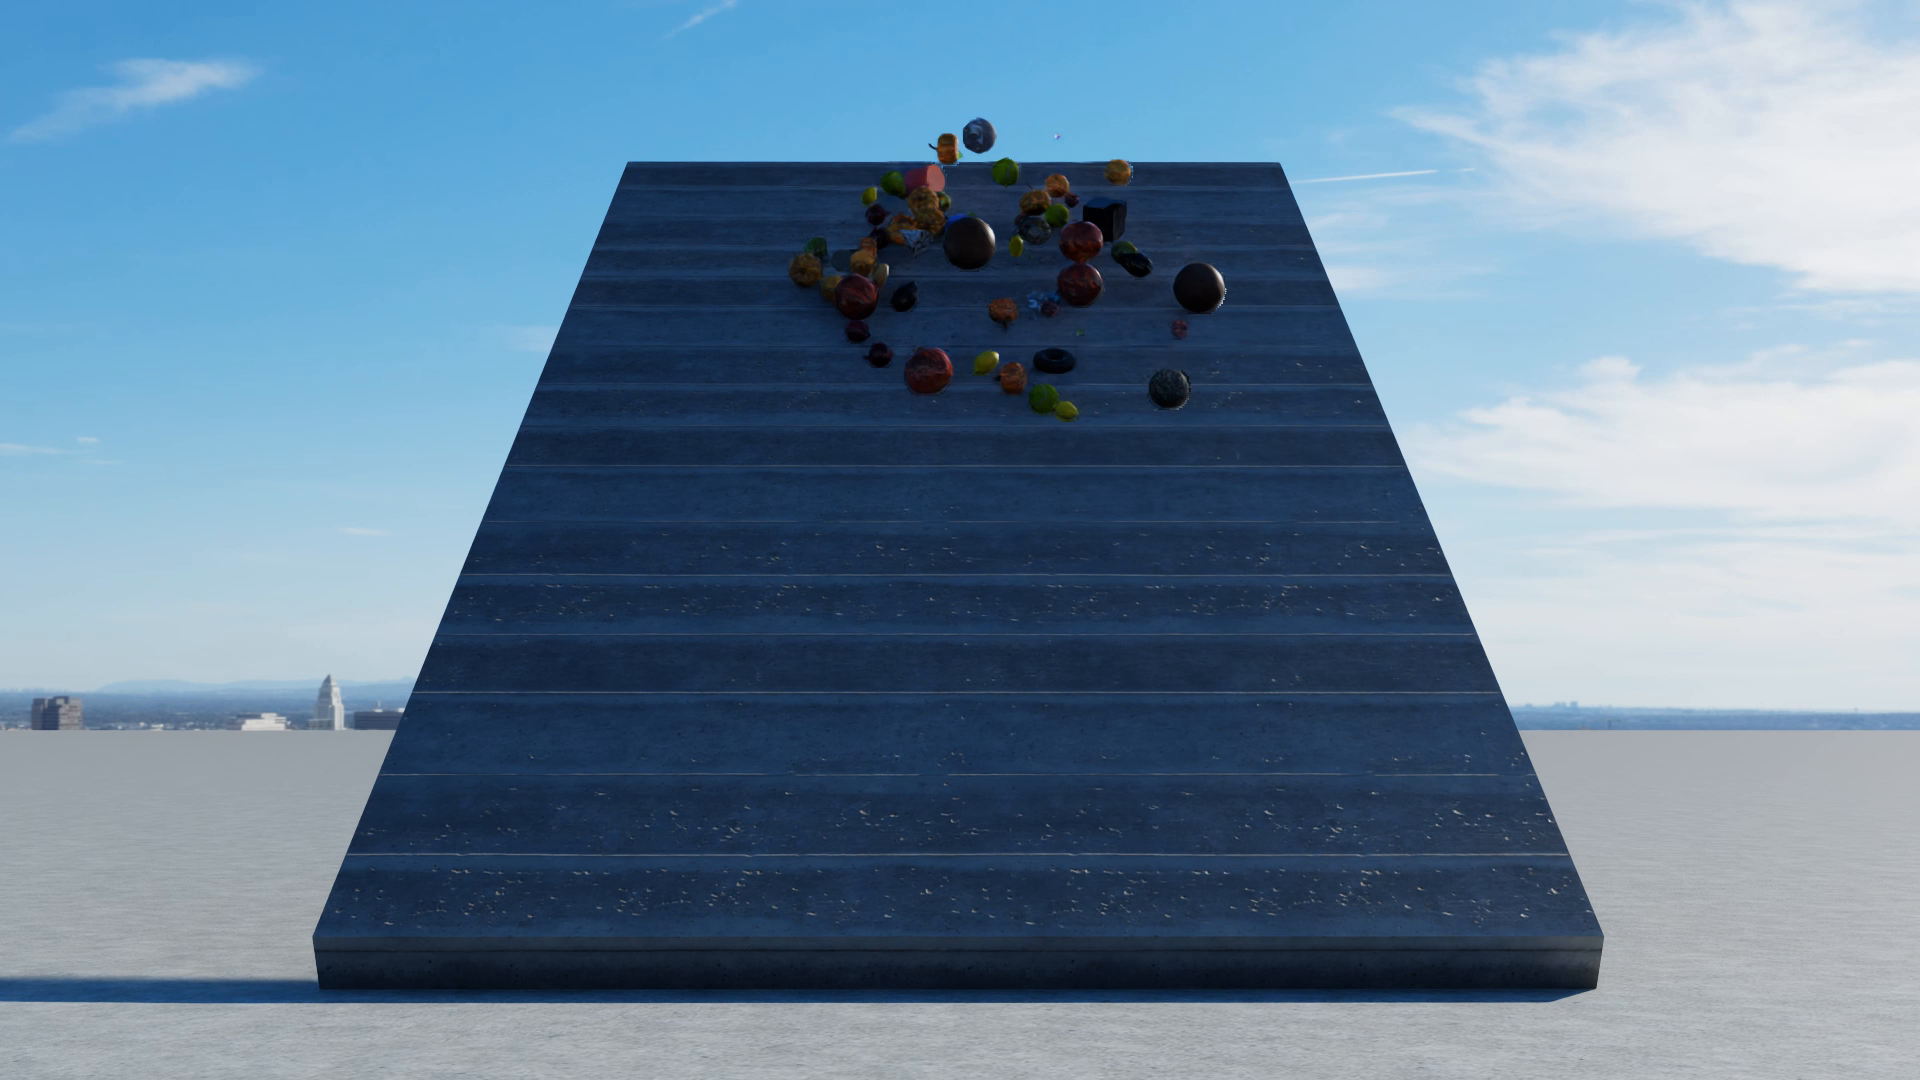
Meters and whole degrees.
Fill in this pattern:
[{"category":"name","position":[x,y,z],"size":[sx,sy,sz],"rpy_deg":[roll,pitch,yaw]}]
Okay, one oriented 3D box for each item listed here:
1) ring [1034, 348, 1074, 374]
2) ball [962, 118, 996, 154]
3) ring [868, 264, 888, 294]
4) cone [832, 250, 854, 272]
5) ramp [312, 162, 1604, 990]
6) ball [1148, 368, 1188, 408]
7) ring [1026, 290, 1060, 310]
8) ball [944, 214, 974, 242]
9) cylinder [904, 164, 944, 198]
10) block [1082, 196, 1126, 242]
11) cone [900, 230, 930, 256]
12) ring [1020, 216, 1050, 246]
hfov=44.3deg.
[{"category":"ring","position":[0.229,-0.435,5.737],"size":[0.102,0.034,0.102],"rpy_deg":[2,30,-1]},{"category":"ball","position":[0.049,-1.039,6.067],"size":[0.089,0.089,0.089],"rpy_deg":[0,-4,0]},{"category":"ring","position":[-0.214,-0.684,6.180],"size":[0.030,0.089,0.089],"rpy_deg":[23,-12,-18]},{"category":"cone","position":[-0.312,-0.751,6.380],"size":[0.061,0.061,0.061],"rpy_deg":[-1,-1,9]},{"category":"ramp","position":[-0.010,-0.228,5.469],"size":[2.000,0.100,4.000],"rpy_deg":[0,26,0]},{"category":"ball","position":[0.487,-0.354,5.509],"size":[0.093,0.093,0.093],"rpy_deg":[0,-4,0]},{"category":"ring","position":[0.216,-0.622,6.121],"size":[0.088,0.029,0.088],"rpy_deg":[-1,27,1]},{"category":"ball","position":[-0.003,-0.865,6.553],"size":[0.079,0.079,0.079],"rpy_deg":[0,-4,0]},{"category":"cylinder","position":[-0.102,-1.037,6.823],"size":[0.082,0.082,0.082],"rpy_deg":[-7,-8,38]},{"category":"block","position":[0.403,-0.897,6.605],"size":[0.093,0.093,0.093],"rpy_deg":[12,29,23]},{"category":"cone","position":[-0.131,-0.797,6.214],"size":[0.077,0.077,0.077],"rpy_deg":[34,11,25]},{"category":"ring","position":[0.206,-0.854,6.522],"size":[0.086,0.086,0.029],"rpy_deg":[0,-14,-6]}]
